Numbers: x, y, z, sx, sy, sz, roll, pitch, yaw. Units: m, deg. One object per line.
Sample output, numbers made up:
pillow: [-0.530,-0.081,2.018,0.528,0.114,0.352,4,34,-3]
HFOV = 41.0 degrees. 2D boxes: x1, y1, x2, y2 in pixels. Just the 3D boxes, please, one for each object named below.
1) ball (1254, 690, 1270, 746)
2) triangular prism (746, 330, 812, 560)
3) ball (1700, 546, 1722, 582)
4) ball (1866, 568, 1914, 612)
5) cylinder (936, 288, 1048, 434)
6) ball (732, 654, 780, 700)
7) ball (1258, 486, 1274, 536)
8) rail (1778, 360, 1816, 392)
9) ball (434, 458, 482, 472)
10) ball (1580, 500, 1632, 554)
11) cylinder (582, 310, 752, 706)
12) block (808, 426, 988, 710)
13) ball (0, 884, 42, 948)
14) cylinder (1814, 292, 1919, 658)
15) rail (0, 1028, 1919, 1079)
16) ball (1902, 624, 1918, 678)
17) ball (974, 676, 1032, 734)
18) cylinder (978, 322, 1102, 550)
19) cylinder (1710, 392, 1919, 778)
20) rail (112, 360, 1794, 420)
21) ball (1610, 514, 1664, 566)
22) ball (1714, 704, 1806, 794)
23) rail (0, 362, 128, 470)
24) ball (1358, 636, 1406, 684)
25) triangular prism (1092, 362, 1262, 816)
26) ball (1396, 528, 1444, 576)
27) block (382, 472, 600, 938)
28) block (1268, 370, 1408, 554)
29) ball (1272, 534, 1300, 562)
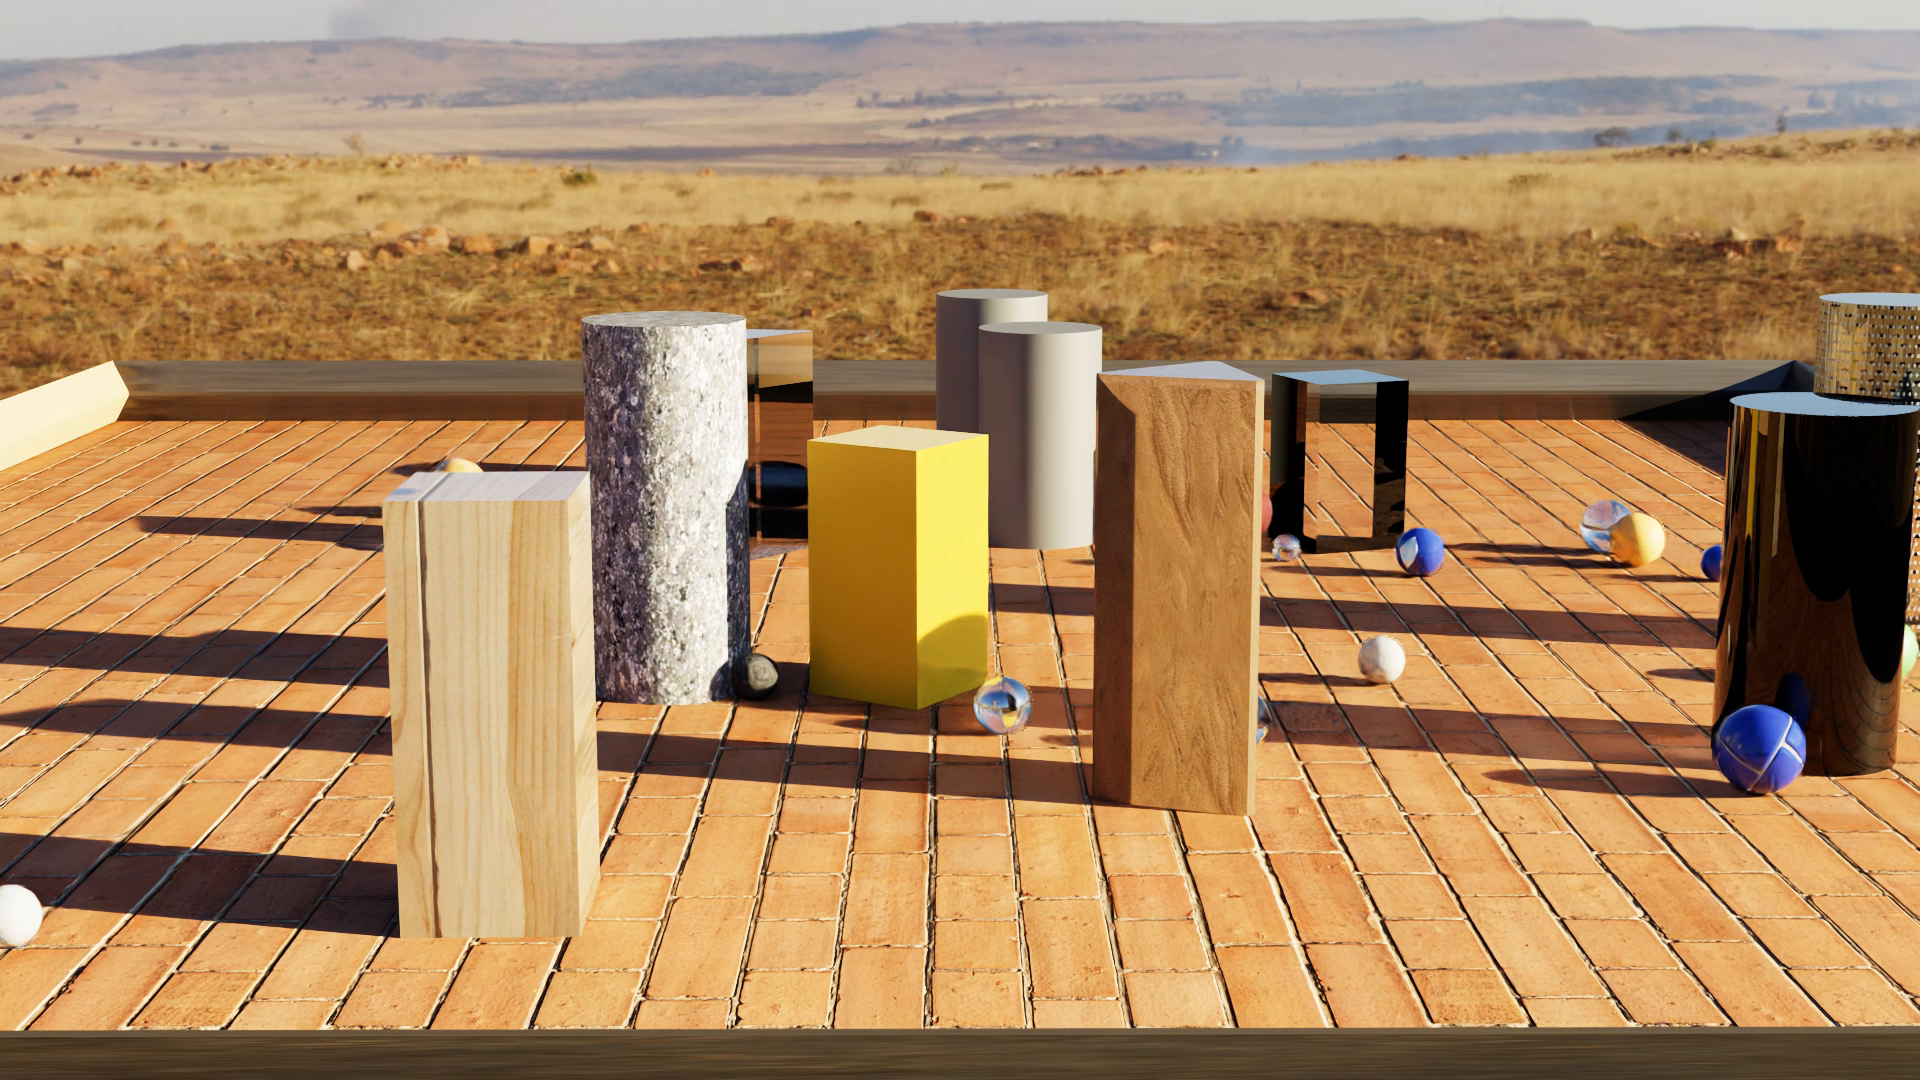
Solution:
ball: [0.295,0.191,2.740,0.072,0.072,0.072,0,11,0]
triangular prism: [-0.328,-0.149,3.858,0.141,0.329,0.163,8,13,38]
ball: [1.077,0.033,3.640,0.052,0.052,0.052,0,11,0]
ball: [1.247,0.067,3.440,0.059,0.059,0.059,0,11,0]
cylinder: [0.054,-0.249,4.367,0.189,0.340,0.189,0,11,0]
ball: [-0.236,0.158,2.963,0.054,0.054,0.054,0,11,0]
ball: [0.436,-0.043,3.945,0.090,0.090,0.090,0,11,0]
rail: [1.701,0.030,3.459,0.045,0.122,3.698,0,11,0]
ball: [-0.811,-0.084,4.153,0.094,0.094,0.094,0,11,0]
ball: [0.971,-0.020,3.845,0.080,0.080,0.080,0,11,0]
cylinder: [-0.341,-0.041,2.994,0.189,0.434,0.189,0,11,0]
block: [-0.071,0.028,2.995,0.151,0.298,0.151,7,12,32]
ball: [-0.792,0.313,2.136,0.052,0.052,0.052,0,11,0]
cylinder: [1.164,-0.084,3.221,0.189,0.436,0.189,0,11,0]
rail: [0.011,0.366,1.655,3.449,0.122,0.045,0,11,0]
ball: [1.084,0.129,3.029,0.087,0.087,0.087,0,11,0]
ball: [0.047,0.181,2.813,0.064,0.064,0.064,0,11,0]
cylinder: [0.122,-0.163,3.942,0.189,0.327,0.189,0,11,0]
cylinder: [0.899,0.043,2.705,0.189,0.376,0.189,0,11,0]
rail: [-0.011,-0.303,5.244,3.449,0.122,0.045,0,11,0]
ball: [0.989,0.000,3.748,0.078,0.078,0.078,0,11,0]
ball: [0.805,0.211,2.583,0.090,0.090,0.090,0,11,0]
rail: [-1.701,0.033,3.440,0.045,0.122,3.698,0,11,0]
ball: [0.499,0.143,3.040,0.056,0.056,0.056,0,11,0]
triangular prism: [0.233,0.042,2.565,0.163,0.428,0.141,4,11,20]
ball: [0.659,0.017,3.677,0.070,0.070,0.070,0,11,0]
block: [-0.398,0.138,2.202,0.151,0.373,0.151,0,11,-1]
block: [0.576,-0.122,3.913,0.151,0.256,0.151,-4,11,-21]
ball: [0.481,0.011,3.784,0.042,0.042,0.042,0,11,0]
